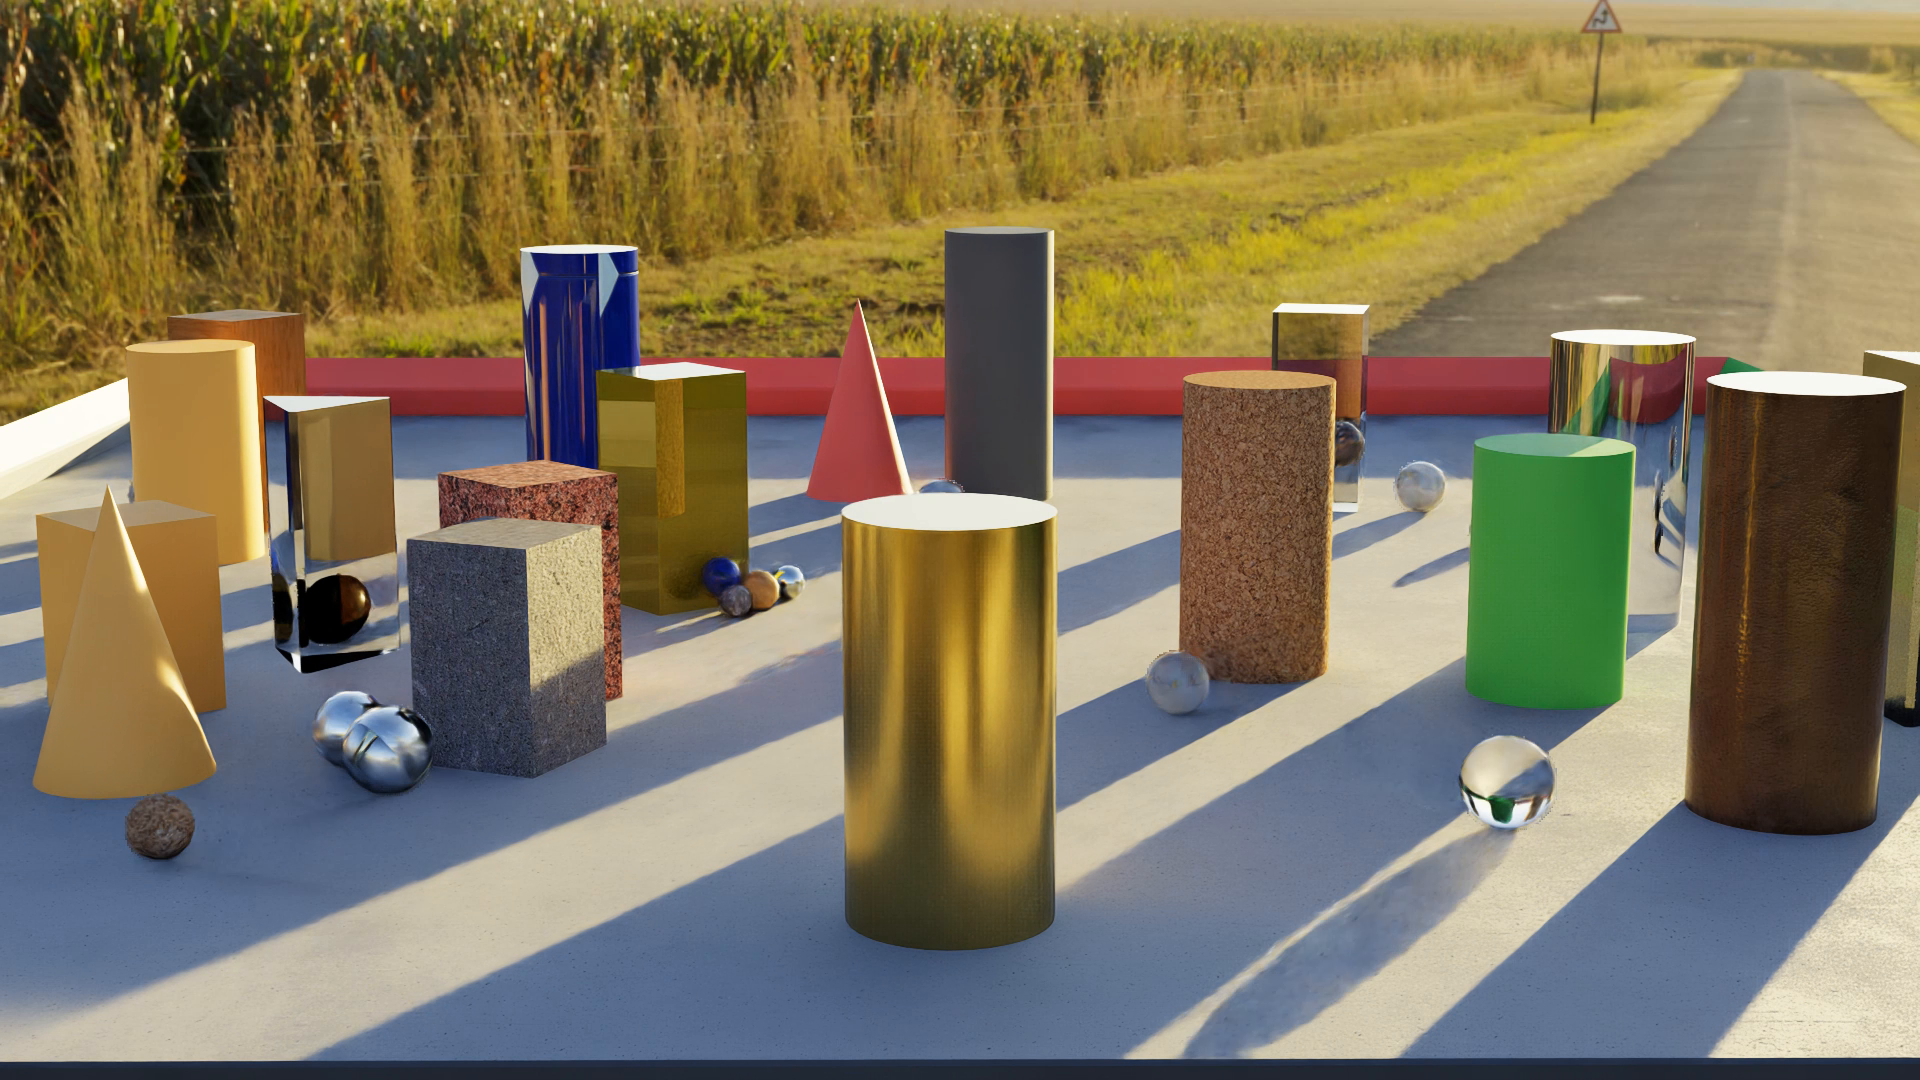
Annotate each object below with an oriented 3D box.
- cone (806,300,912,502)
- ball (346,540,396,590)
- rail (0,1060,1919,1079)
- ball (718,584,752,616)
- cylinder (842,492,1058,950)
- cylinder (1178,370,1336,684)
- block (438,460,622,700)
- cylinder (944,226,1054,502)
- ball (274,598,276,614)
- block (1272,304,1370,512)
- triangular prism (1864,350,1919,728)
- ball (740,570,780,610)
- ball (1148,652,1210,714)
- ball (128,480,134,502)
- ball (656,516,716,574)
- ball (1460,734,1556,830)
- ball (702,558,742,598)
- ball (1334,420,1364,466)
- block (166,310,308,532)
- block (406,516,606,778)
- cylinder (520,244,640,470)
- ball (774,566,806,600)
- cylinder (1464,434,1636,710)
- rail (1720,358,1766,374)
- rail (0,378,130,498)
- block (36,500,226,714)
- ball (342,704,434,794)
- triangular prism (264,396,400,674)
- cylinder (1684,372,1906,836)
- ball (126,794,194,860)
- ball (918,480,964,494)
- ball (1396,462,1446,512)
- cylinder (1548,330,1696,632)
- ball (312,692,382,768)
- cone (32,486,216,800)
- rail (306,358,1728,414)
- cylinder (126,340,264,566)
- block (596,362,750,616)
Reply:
[{"bbox_3d":[-0.171,-0.242,4.324,0.181,0.333,0.181,0,11,0],"label":"cone"},{"bbox_3d":[-0.819,0.035,3.564,0.069,0.069,0.069,0,11,0],"label":"ball"},{"bbox_3d":[0.011,0.375,1.613,3.207,0.118,0.045,0,11,0],"label":"rail"},{"bbox_3d":[-0.297,0.080,3.391,0.043,0.043,0.043,0,11,0],"label":"ball"},{"bbox_3d":[-0.009,0.149,2.180,0.181,0.354,0.181,0,11,0],"label":"cylinder"},{"bbox_3d":[0.356,-0.019,3.086,0.181,0.351,0.181,0,11,0],"label":"cylinder"},{"bbox_3d":[-0.492,0.053,2.945,0.145,0.262,0.145,-10,15,-43],"label":"block"},{"bbox_3d":[0.065,-0.294,4.292,0.181,0.446,0.181,0,11,0],"label":"cylinder"},{"bbox_3d":[-0.827,0.083,3.260,0.087,0.087,0.087,0,11,0],"label":"ball"},{"bbox_3d":[0.593,-0.220,4.232,0.145,0.323,0.145,2,11,13],"label":"block"},{"bbox_3d":[1.069,-0.008,2.895,0.157,0.400,0.136,-8,13,-36],"label":"triangular prism"},{"bbox_3d":[-0.268,0.067,3.433,0.053,0.053,0.053,0,11,0],"label":"ball"},{"bbox_3d":[0.246,0.161,2.888,0.070,0.070,0.070,0,11,0],"label":"ball"},{"bbox_3d":[-1.283,-0.072,4.091,0.084,0.084,0.084,0,11,0],"label":"ball"},{"bbox_3d":[-0.391,0.007,3.669,0.084,0.084,0.084,0,11,0],"label":"ball"},{"bbox_3d":[0.524,0.232,2.455,0.091,0.091,0.091,0,11,0],"label":"ball"},{"bbox_3d":[-0.317,0.050,3.423,0.053,0.053,0.053,0,11,0],"label":"ball"},{"bbox_3d":[0.611,-0.155,4.126,0.075,0.075,0.075,0,11,0],"label":"ball"},{"bbox_3d":[-1.129,-0.186,4.026,0.145,0.333,0.145,7,13,32],"label":"block"},{"bbox_3d":[-0.475,0.109,2.702,0.145,0.239,0.145,5,12,23],"label":"block"},{"bbox_3d":[-0.592,-0.238,4.025,0.181,0.435,0.181,0,11,0],"label":"cylinder"},{"bbox_3d":[-0.234,0.058,3.503,0.046,0.046,0.046,0,11,0],"label":"ball"},{"bbox_3d":[0.682,0.033,2.973,0.181,0.290,0.181,0,11,0],"label":"cylinder"},{"bbox_3d":[1.580,0.029,3.459,0.045,0.118,3.786,0,11,0],"label":"rail"},{"bbox_3d":[-1.580,0.032,3.441,0.045,0.118,3.786,0,11,0],"label":"rail"},{"bbox_3d":[-0.936,0.081,2.900,0.145,0.222,0.145,-10,14,-42],"label":"block"},{"bbox_3d":[-0.573,0.210,2.571,0.090,0.090,0.090,0,11,0],"label":"ball"},{"bbox_3d":[-0.800,-0.014,3.154,0.136,0.317,0.157,7,13,33],"label":"triangular prism"},{"bbox_3d":[0.807,0.057,2.489,0.181,0.421,0.181,0,11,0],"label":"cylinder"},{"bbox_3d":[-0.736,0.264,2.363,0.060,0.060,0.060,0,11,0],"label":"ball"},{"bbox_3d":[-0.031,-0.054,4.002,0.081,0.081,0.081,0,11,0],"label":"ball"},{"bbox_3d":[0.750,-0.086,4.173,0.082,0.082,0.082,0,11,0],"label":"ball"},{"bbox_3d":[0.858,-0.080,3.353,0.181,0.372,0.181,0,11,0],"label":"cylinder"},{"bbox_3d":[-0.632,0.197,2.666,0.080,0.080,0.080,0,11,0],"label":"ball"},{"bbox_3d":[-0.861,0.092,2.619,0.181,0.304,0.181,0,11,0],"label":"cone"},{"bbox_3d":[-0.011,-0.314,5.287,3.207,0.118,0.045,0,11,0],"label":"rail"},{"bbox_3d":[-1.127,-0.130,3.784,0.181,0.312,0.181,0,11,0],"label":"cylinder"},{"bbox_3d":[-0.388,-0.073,3.471,0.145,0.314,0.145,-9,14,-39],"label":"block"}]
